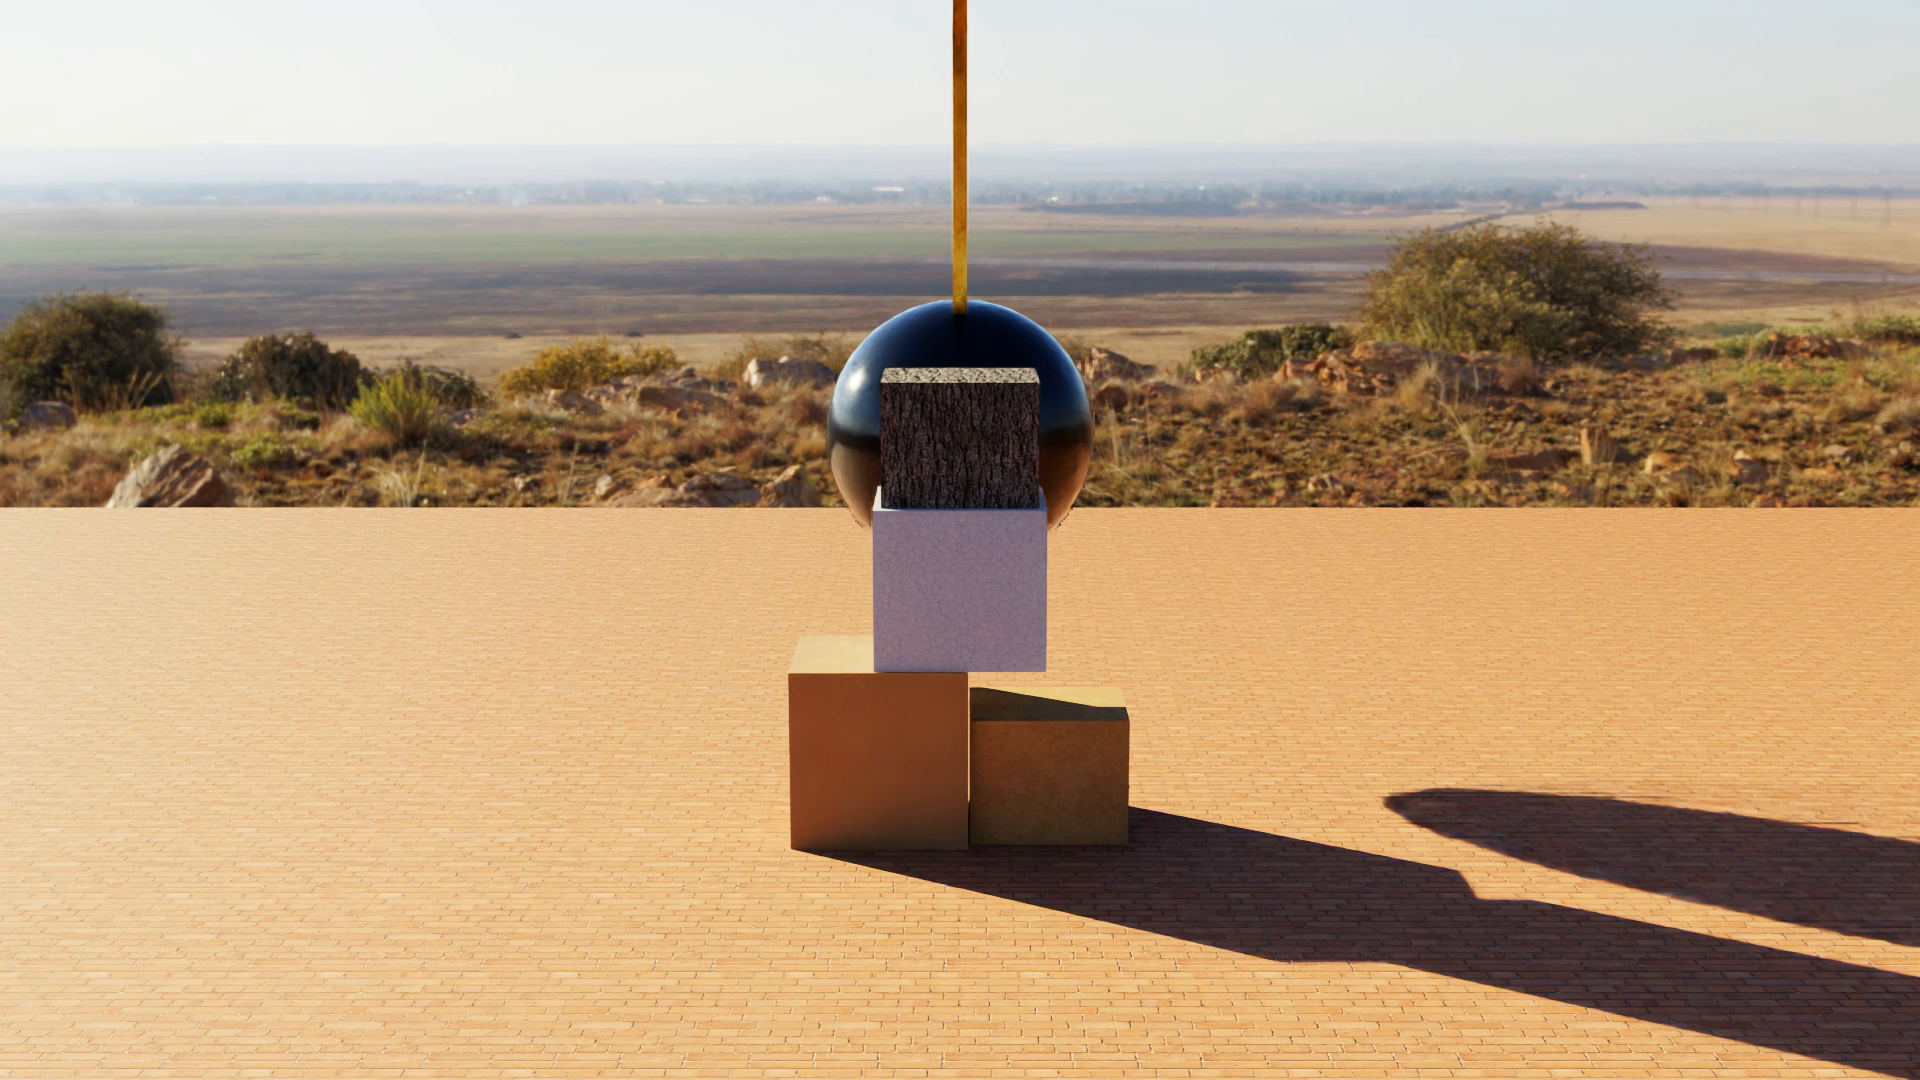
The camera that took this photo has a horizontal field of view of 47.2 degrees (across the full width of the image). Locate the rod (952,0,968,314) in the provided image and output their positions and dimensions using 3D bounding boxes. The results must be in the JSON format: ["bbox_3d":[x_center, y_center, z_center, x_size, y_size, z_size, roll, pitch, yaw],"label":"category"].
[{"bbox_3d":[0.000,-3.569,11.445,0.080,5.200,0.080,0,31,0],"label":"rod"}]

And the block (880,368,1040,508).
[{"bbox_3d":[0.000,-0.523,11.104,0.778,0.621,0.699,0,10,0],"label":"block"}]

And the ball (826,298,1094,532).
[{"bbox_3d":[0.000,-0.640,13.172,1.600,1.600,1.600,0,10,0],"label":"ball"}]

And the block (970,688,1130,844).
[{"bbox_3d":[0.450,1.159,11.393,0.799,0.642,0.692,0,10,0],"label":"block"}]

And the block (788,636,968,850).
[{"bbox_3d":[-0.405,1.031,11.358,0.890,0.908,0.826,0,10,0],"label":"block"}]

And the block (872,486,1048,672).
[{"bbox_3d":[0.000,0.185,11.211,0.856,0.810,0.797,0,10,0],"label":"block"}]
